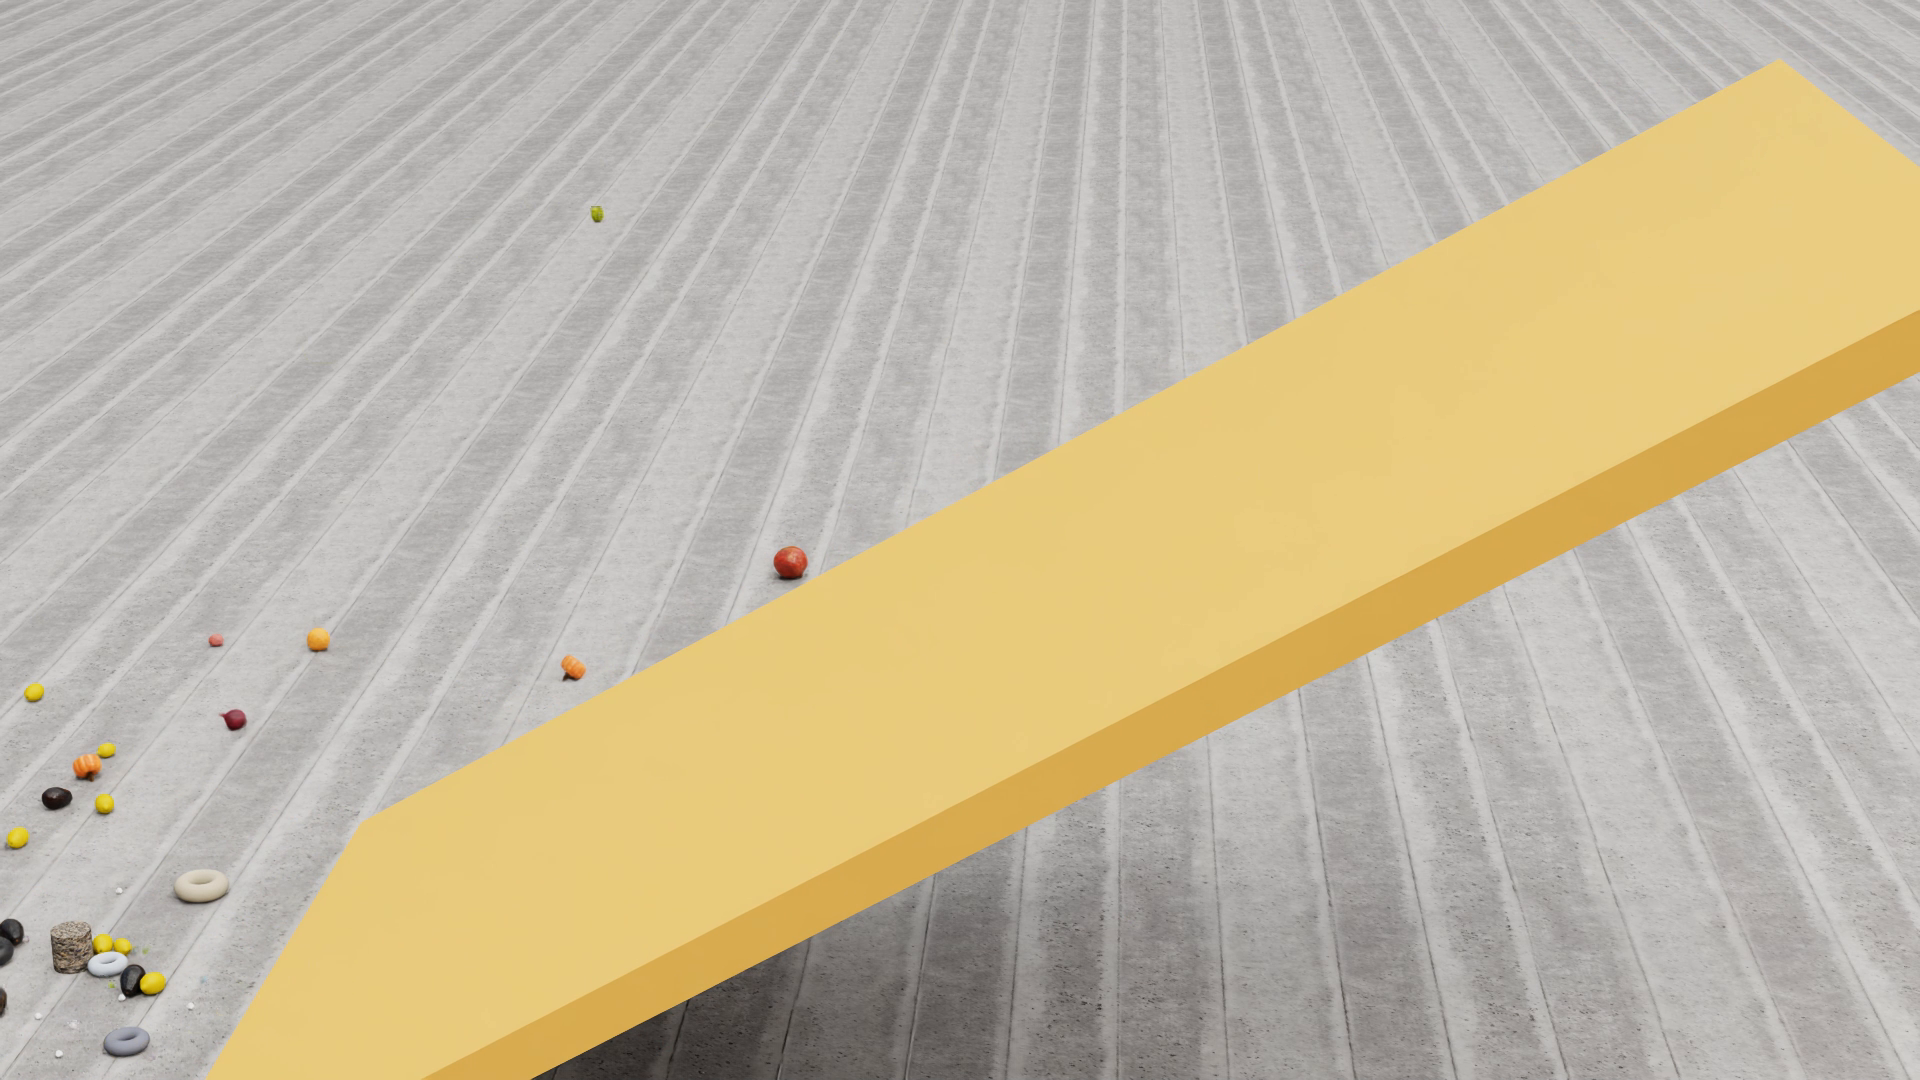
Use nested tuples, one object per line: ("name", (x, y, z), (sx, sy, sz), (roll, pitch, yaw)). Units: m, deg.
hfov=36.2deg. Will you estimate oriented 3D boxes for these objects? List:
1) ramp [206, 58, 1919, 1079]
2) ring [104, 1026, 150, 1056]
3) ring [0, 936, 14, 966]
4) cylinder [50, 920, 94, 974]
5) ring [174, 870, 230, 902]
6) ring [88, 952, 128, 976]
("ramp", (0.142, 0.168, 6.285), (4.000, 0.100, 2.000), (-28, 15, 12))
("ring", (-1.885, 1.134, 6.652), (0.103, 0.034, 0.103), (-1, 18, 0))
("ring", (-2.339, 0.992, 7.061), (0.131, 0.044, 0.131), (0, 20, 0))
("cylinder", (-2.122, 0.974, 7.032), (0.094, 0.094, 0.094), (0, 19, 0))
("ring", (-1.912, 0.872, 7.416), (0.136, 0.045, 0.136), (1, 19, 0))
("ring", (-2.034, 1.013, 7.018), (0.094, 0.031, 0.094), (-1, 20, 0))
